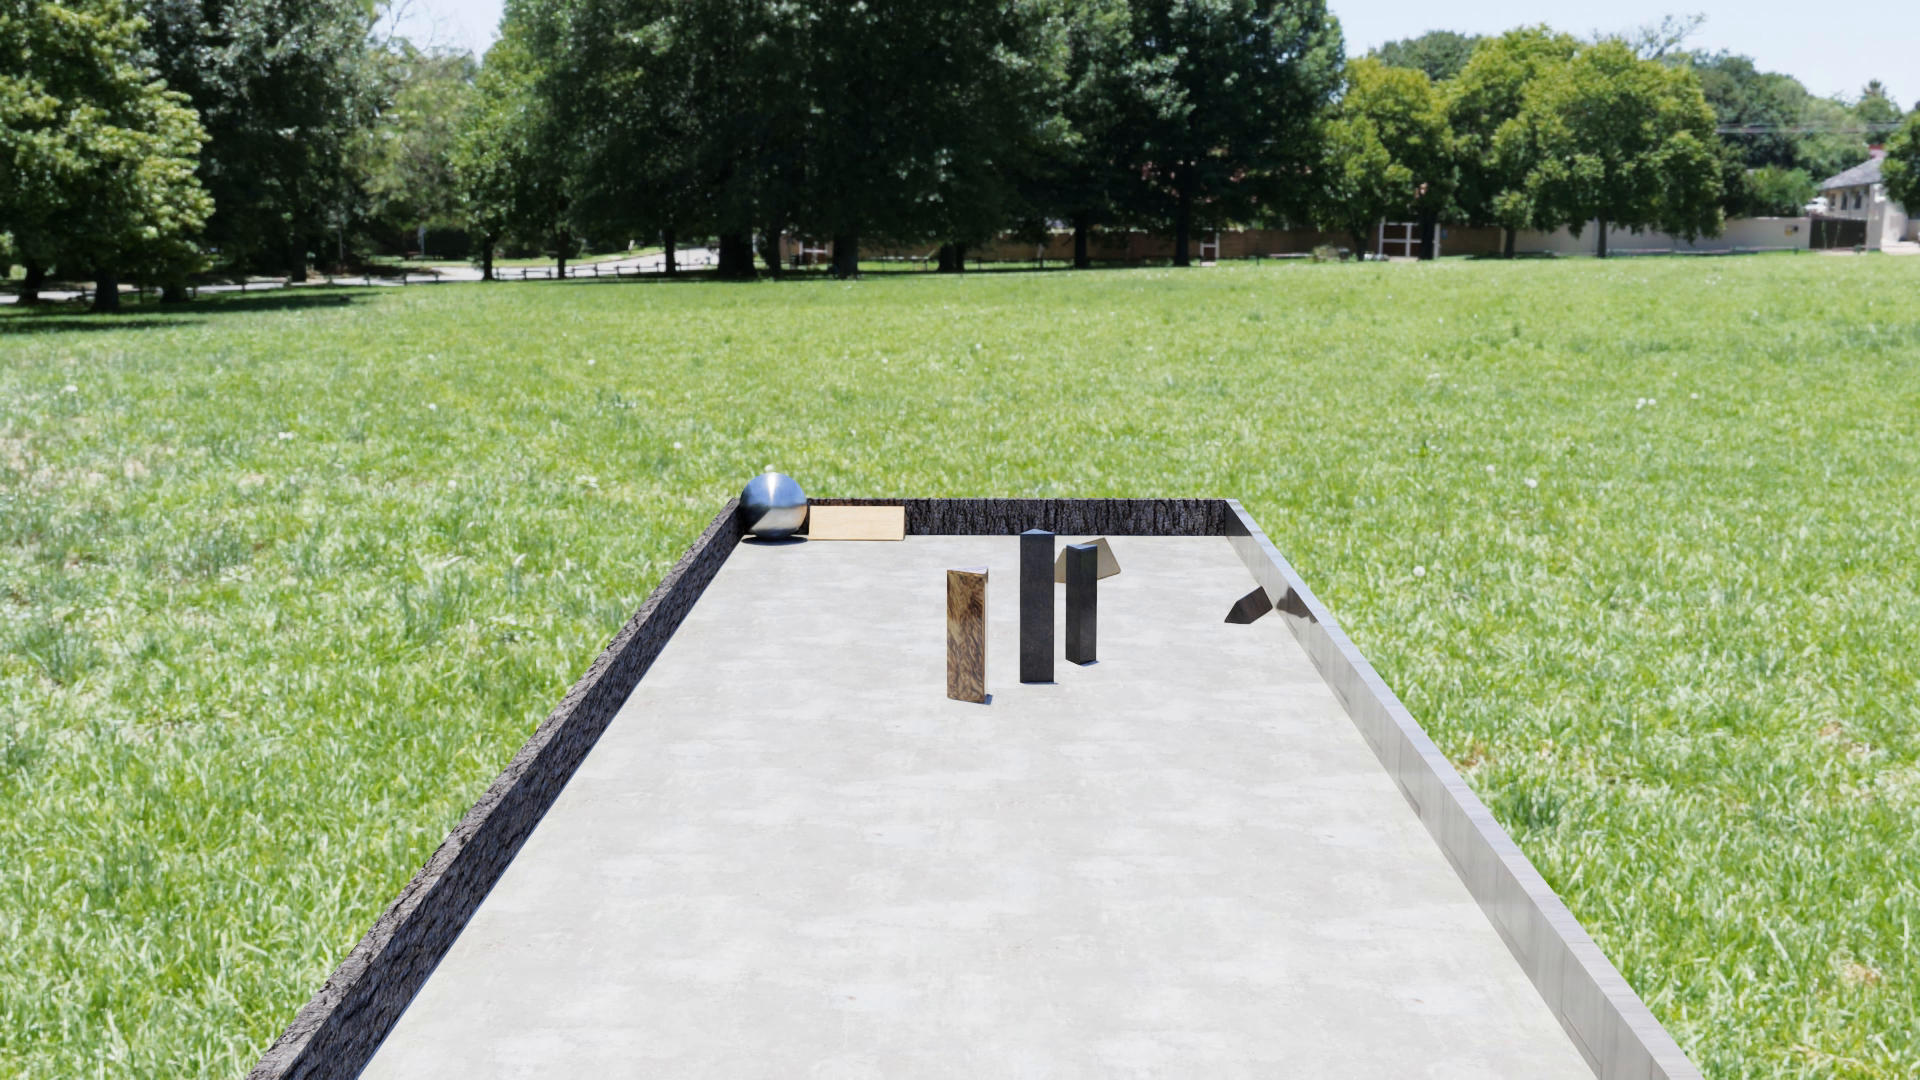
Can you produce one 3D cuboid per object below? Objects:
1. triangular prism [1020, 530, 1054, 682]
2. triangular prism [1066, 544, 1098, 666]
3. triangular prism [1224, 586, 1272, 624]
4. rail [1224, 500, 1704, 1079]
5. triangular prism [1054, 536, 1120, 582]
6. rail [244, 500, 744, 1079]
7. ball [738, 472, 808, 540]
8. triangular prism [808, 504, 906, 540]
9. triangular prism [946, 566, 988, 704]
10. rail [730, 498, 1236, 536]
[{"bbox_3d":[0.220,0.191,6.405,0.100,0.438,0.086,-1,9,-4],"label":"triangular prism"},{"bbox_3d":[0.355,0.193,6.660,0.081,0.355,0.094,7,11,37],"label":"triangular prism"},{"bbox_3d":[0.973,0.215,7.398,0.087,0.075,0.306,4,10,22],"label":"triangular prism"},{"bbox_3d":[1.046,0.843,3.208,0.050,0.150,12.000,0,9,1],"label":"rail"},{"bbox_3d":[0.460,0.071,8.131,0.148,0.128,0.306,5,10,31],"label":"triangular prism"},{"bbox_3d":[-1.004,0.839,3.234,0.050,0.150,12.000,0,9,1],"label":"rail"},{"bbox_3d":[-0.764,-0.137,8.986,0.278,0.278,0.278,0,9,0],"label":"ball"},{"bbox_3d":[-0.421,-0.075,9.048,0.385,0.129,0.149,3,14,3],"label":"triangular prism"},{"bbox_3d":[0.046,0.262,6.186,0.127,0.367,0.110,6,11,35],"label":"triangular prism"},{"bbox_3d":[0.099,-0.098,9.147,2.100,0.150,0.050,0,9,1],"label":"rail"}]
